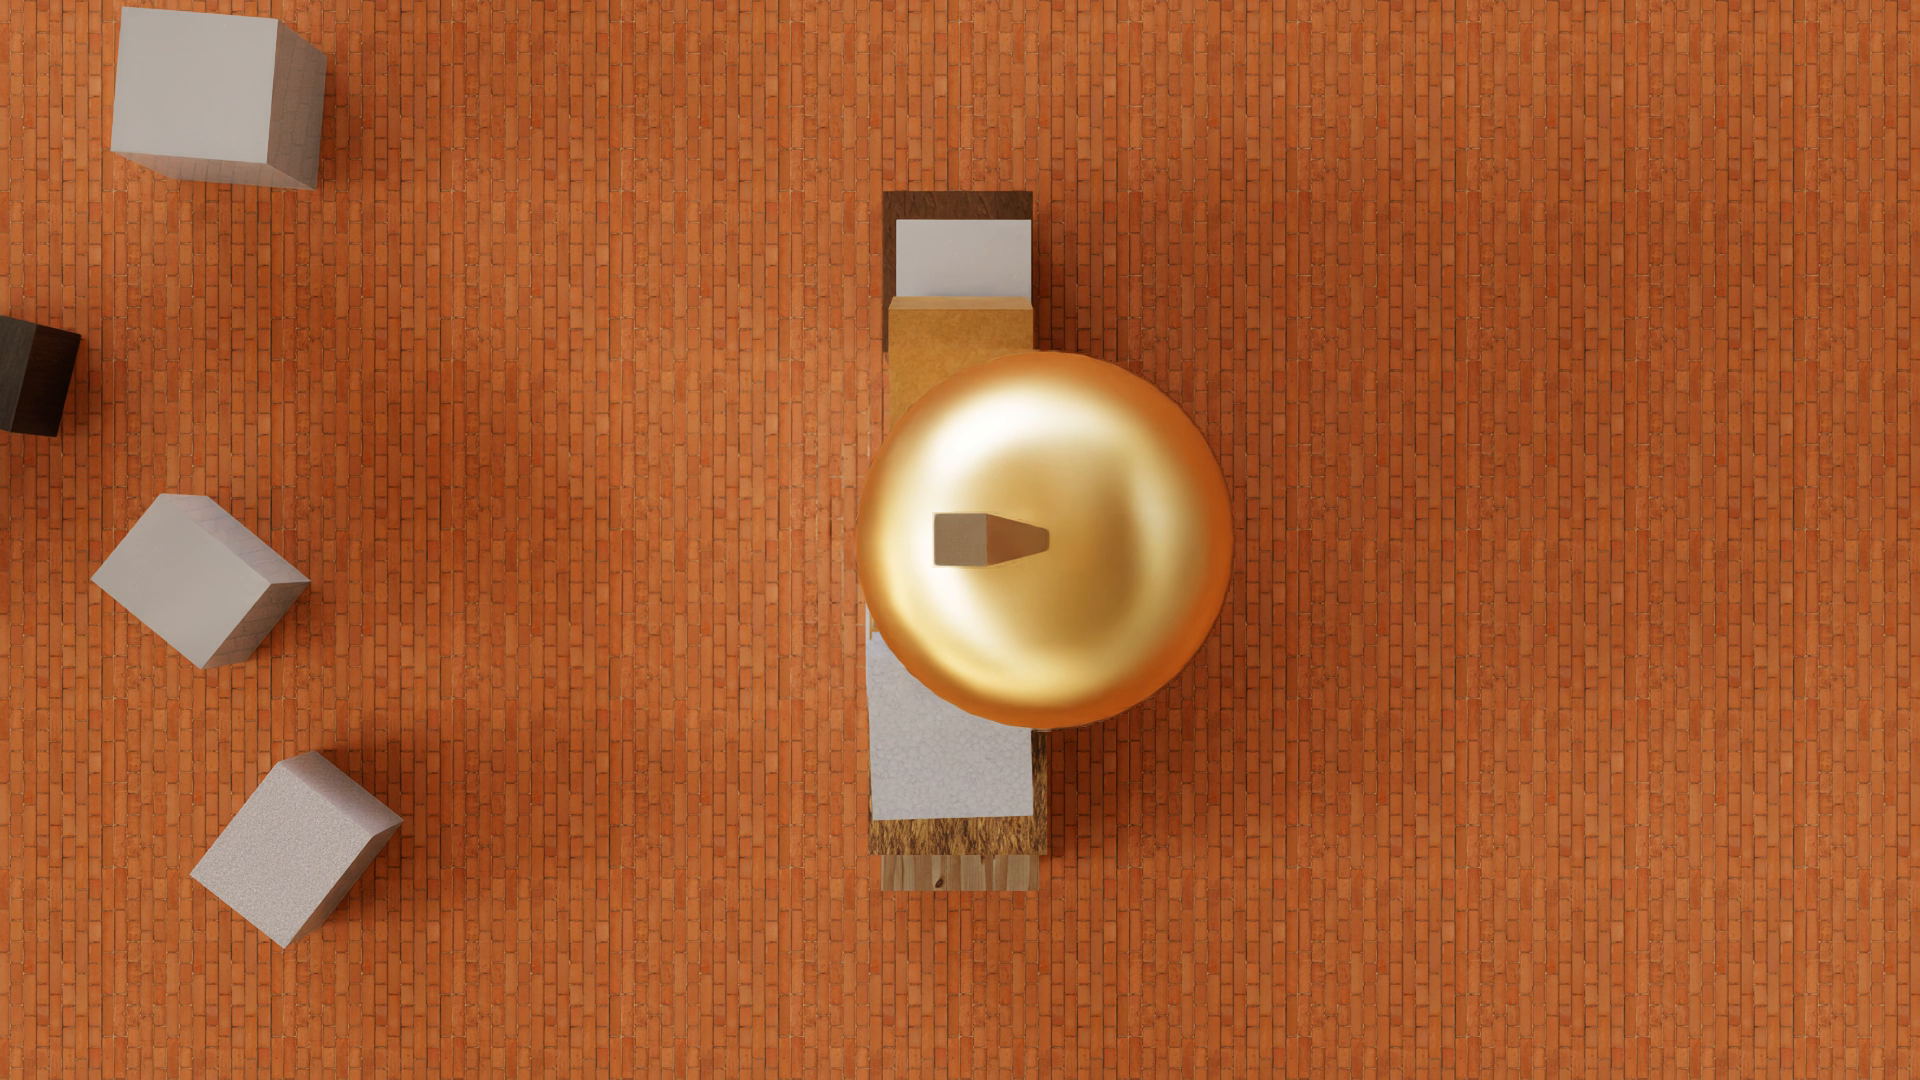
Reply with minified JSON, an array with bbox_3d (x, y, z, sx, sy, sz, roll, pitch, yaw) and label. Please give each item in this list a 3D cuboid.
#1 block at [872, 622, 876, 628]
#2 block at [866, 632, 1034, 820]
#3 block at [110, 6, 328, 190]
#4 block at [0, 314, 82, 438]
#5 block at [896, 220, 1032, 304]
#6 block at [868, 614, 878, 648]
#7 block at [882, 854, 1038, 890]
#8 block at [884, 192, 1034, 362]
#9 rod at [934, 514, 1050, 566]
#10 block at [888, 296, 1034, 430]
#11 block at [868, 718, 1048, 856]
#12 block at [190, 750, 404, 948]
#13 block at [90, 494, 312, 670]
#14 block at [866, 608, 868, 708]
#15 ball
[{"bbox_3d":[-0.059,0.049,10.706,0.709,0.839,0.721,0,90,0],"label":"block"},{"bbox_3d":[-0.046,0.889,10.810,0.768,0.692,0.783,-2,99,0],"label":"block"},{"bbox_3d":[-4.201,-2.496,12.532,0.859,0.937,0.796,5,90,0],"label":"block"},{"bbox_3d":[-5.537,-0.977,12.686,0.555,0.627,0.626,14,90,0],"label":"block"},{"bbox_3d":[0.019,-1.272,11.706,0.695,0.734,0.722,0,86,0],"label":"block"},{"bbox_3d":[-0.006,0.231,11.585,0.911,0.919,0.880,0,90,0],"label":"block"},{"bbox_3d":[0.001,1.425,12.516,0.862,0.969,0.990,0,90,0],"label":"block"},{"bbox_3d":[-0.011,-1.475,12.548,0.825,0.905,0.889,0,90,0],"label":"block"},{"bbox_3d":[0.153,0.000,5.898,0.080,5.200,0.080,0,90,3],"label":"rod"},{"bbox_3d":[0.003,-0.778,10.934,0.690,0.812,0.801,0,100,0],"label":"block"},{"bbox_3d":[-0.013,1.147,11.623,0.913,0.816,0.918,0,90,0],"label":"block"},{"bbox_3d":[-3.797,1.763,12.648,0.675,0.703,0.801,38,90,0],"label":"block"},{"bbox_3d":[-4.337,0.231,12.619,0.794,0.762,0.618,39,90,0],"label":"block"},{"bbox_3d":[-0.013,0.402,12.522,1.000,0.956,1.026,0,90,0],"label":"block"},{"bbox_3d":[0.354,0.000,9.292,1.600,1.600,1.600,0,90,0],"label":"ball"}]
